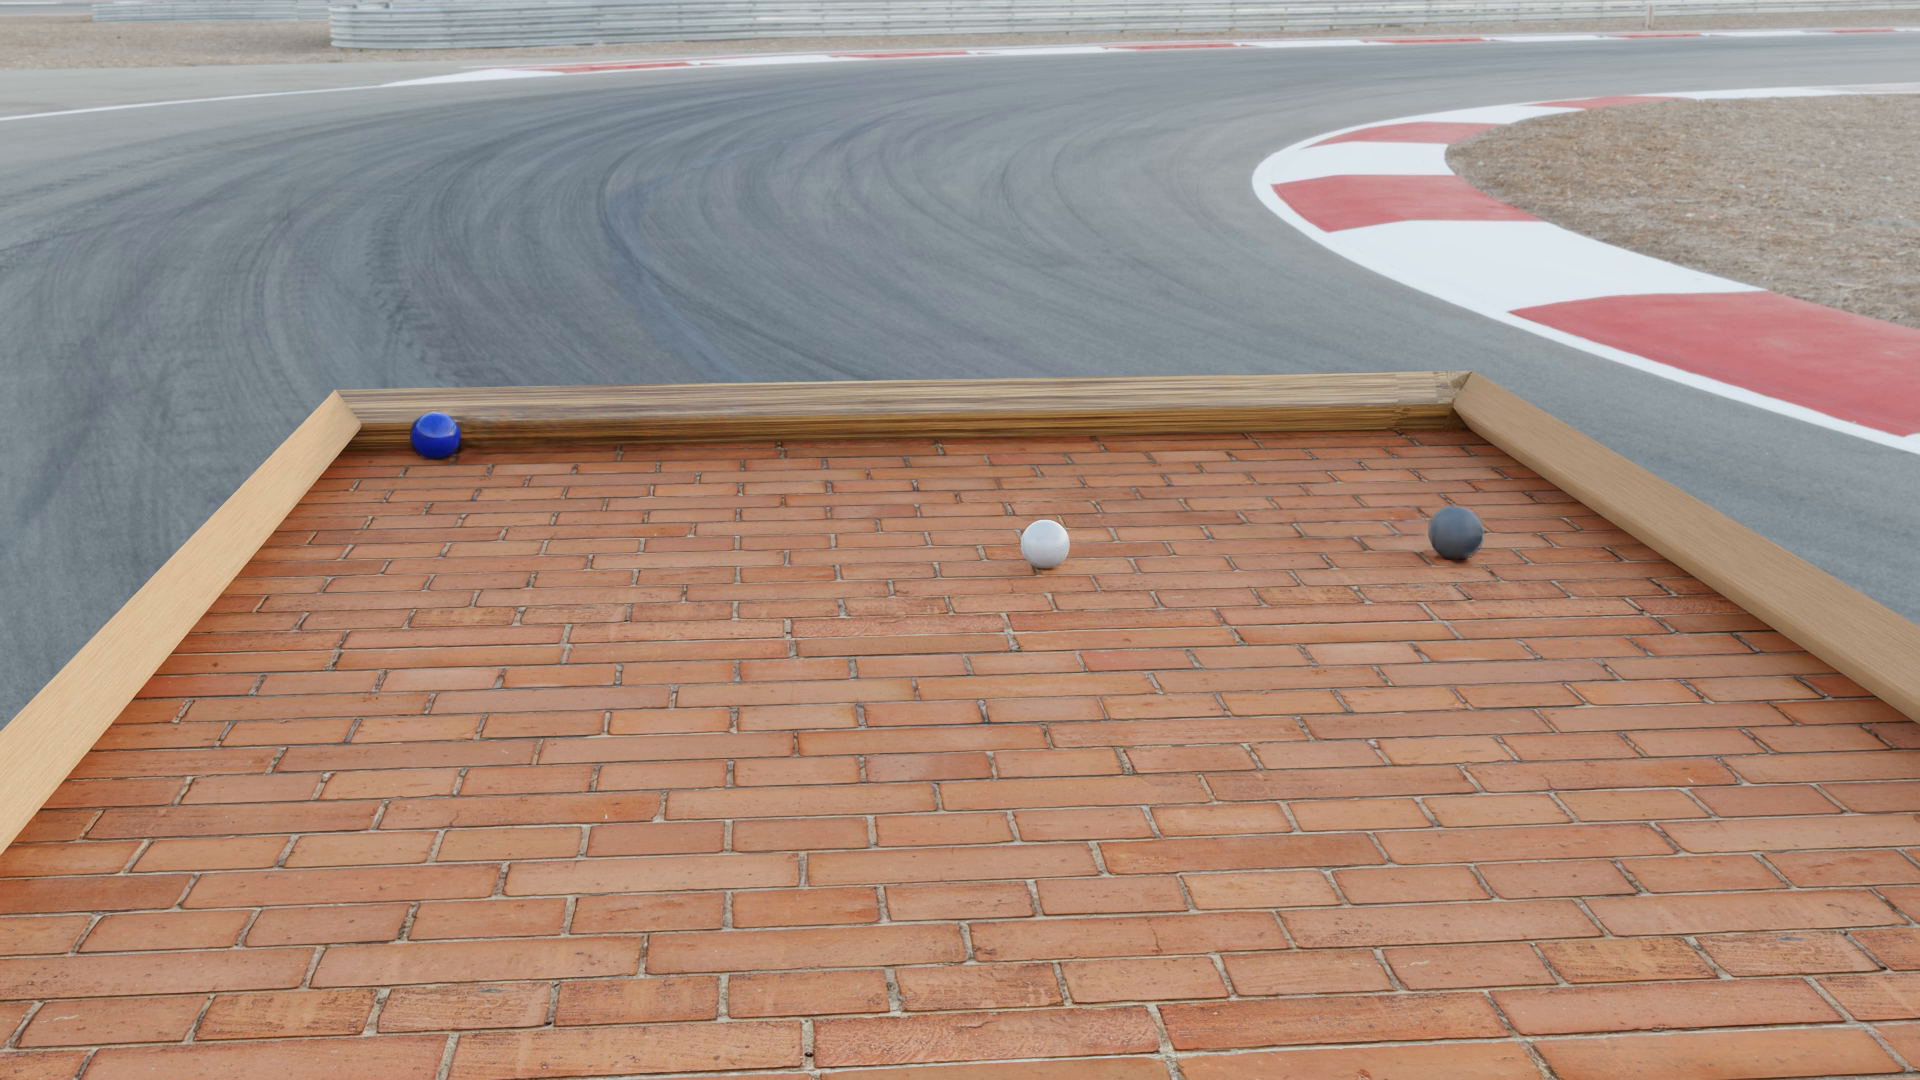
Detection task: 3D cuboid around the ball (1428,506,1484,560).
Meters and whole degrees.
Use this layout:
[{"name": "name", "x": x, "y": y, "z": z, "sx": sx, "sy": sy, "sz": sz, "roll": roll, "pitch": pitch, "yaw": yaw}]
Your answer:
[{"name": "ball", "x": 0.631, "y": -0.010, "z": 2.800, "sx": 0.068, "sy": 0.068, "sz": 0.068, "roll": 0, "pitch": 15, "yaw": 0}]

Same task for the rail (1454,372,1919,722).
[{"name": "rail", "x": 0.946, "y": 0.160, "z": 2.103, "sx": 0.045, "sy": 0.095, "sz": 3.050, "roll": -1, "pitch": 15, "yaw": -5}]

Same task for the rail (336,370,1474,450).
[{"name": "rail", "x": -0.066, "y": -0.202, "z": 3.473, "sx": 1.809, "sy": 0.095, "sz": 0.045, "roll": -1, "pitch": 15, "yaw": -5}]

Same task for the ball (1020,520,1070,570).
[{"name": "ball", "x": 0.107, "y": 0.005, "z": 2.755, "sx": 0.062, "sy": 0.062, "sz": 0.062, "roll": 0, "pitch": 15, "yaw": 0}]

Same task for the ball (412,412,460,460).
[{"name": "ball", "x": -0.799, "y": -0.159, "z": 3.356, "sx": 0.073, "sy": 0.073, "sz": 0.073, "roll": 0, "pitch": 15, "yaw": 0}]

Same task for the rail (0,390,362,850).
[{"name": "rail", "x": -0.809, "y": 0.200, "z": 1.951, "sx": 0.045, "sy": 0.095, "sz": 3.050, "roll": -1, "pitch": 15, "yaw": -5}]
